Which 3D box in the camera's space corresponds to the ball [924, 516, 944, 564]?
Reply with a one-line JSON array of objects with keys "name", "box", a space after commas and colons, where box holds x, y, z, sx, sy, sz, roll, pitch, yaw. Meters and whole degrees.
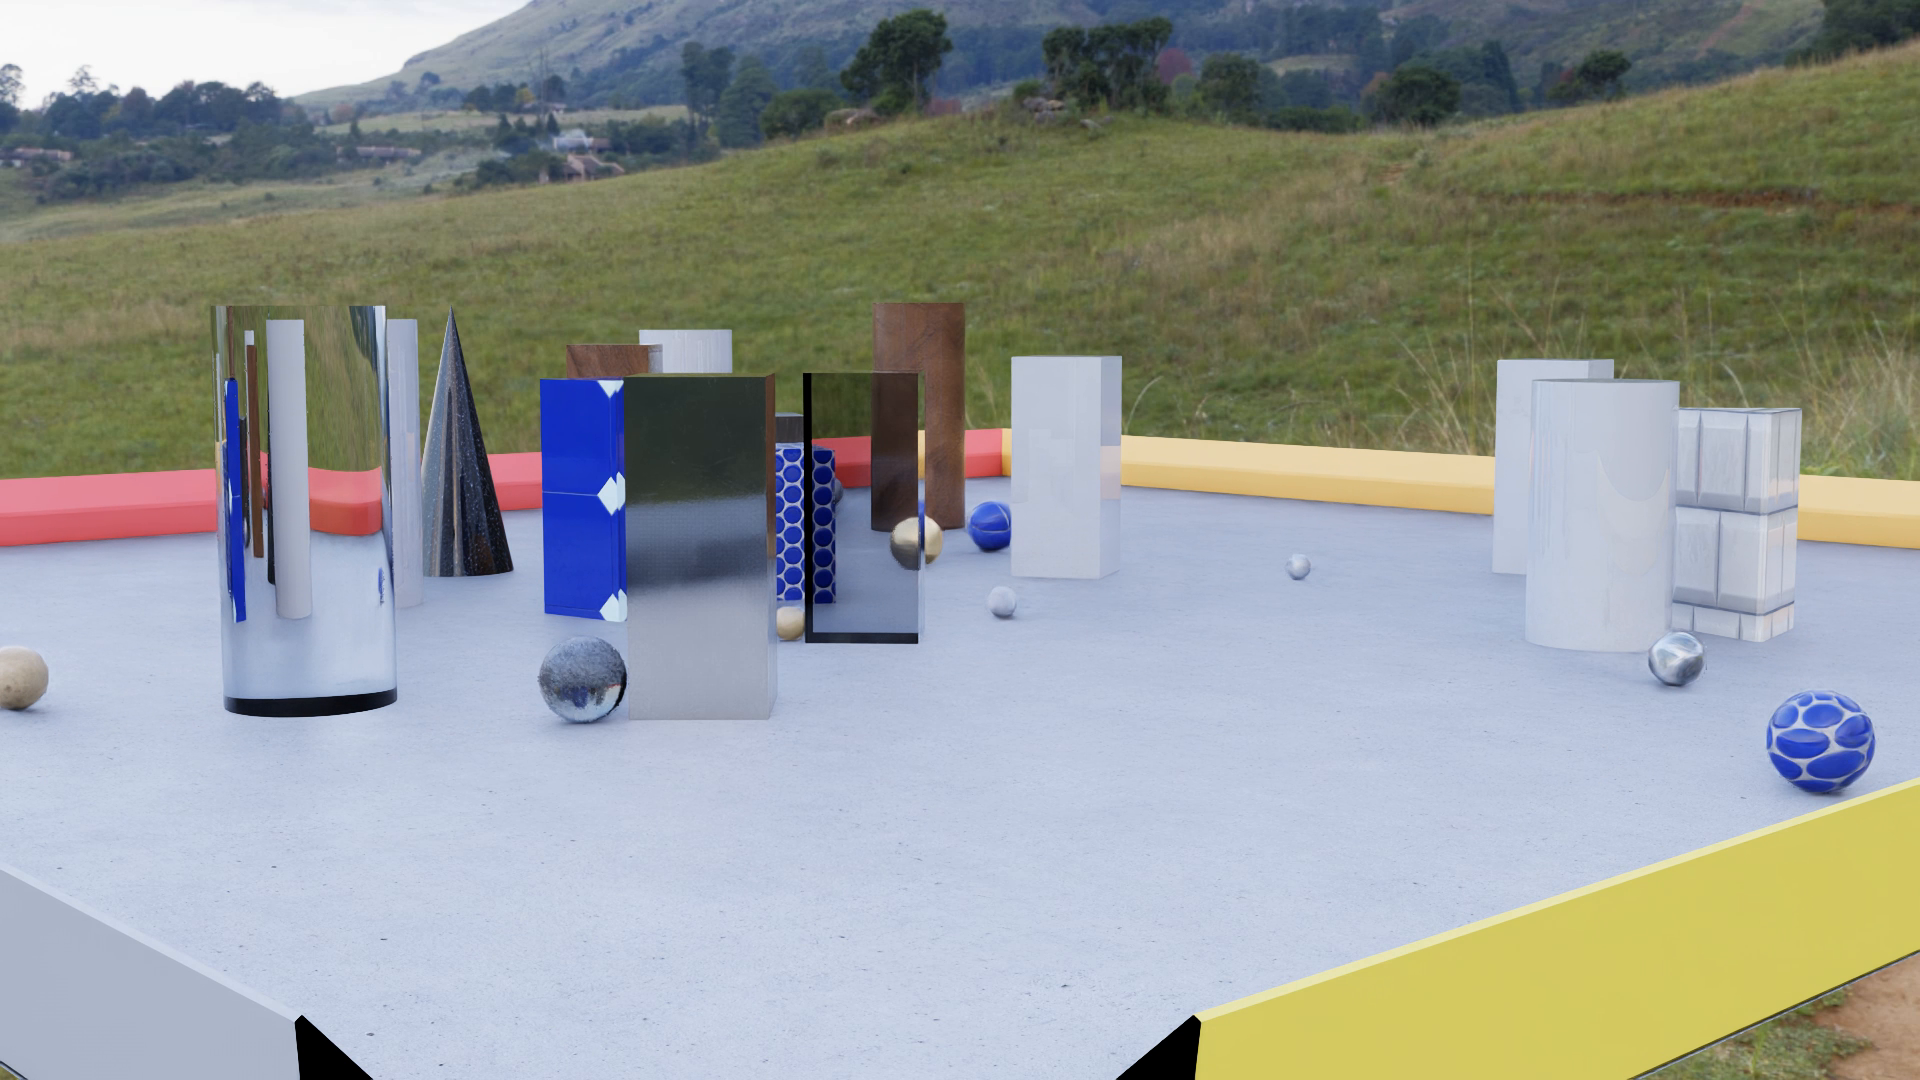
[{"name": "ball", "box": [-0.073, 0.000, 3.805, 0.089, 0.089, 0.089, 0, 6, 0]}]

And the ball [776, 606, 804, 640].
[{"name": "ball", "box": [-0.229, 0.111, 2.949, 0.047, 0.047, 0.047, 0, 6, 0]}]

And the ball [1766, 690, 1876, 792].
[{"name": "ball", "box": [0.793, 0.185, 2.027, 0.095, 0.095, 0.095, 0, 6, 0]}]

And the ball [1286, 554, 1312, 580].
[{"name": "ball", "box": [0.556, 0.044, 3.614, 0.042, 0.042, 0.042, 0, 6, 0]}]

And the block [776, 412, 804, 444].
[{"name": "block", "box": [-0.385, -0.125, 4.279, 0.151, 0.238, 0.151, -1, 6, -13]}]

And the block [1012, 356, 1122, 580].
[{"name": "block", "box": [0.180, -0.126, 3.692, 0.151, 0.364, 0.151, 2, 6, 17]}]

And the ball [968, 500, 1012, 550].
[{"name": "ball", "box": [0.059, -0.026, 4.038, 0.092, 0.092, 0.092, 0, 6, 0]}]

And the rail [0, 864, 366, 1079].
[{"name": "rail", "box": [-1.312, 0.159, 2.128, 0.045, 0.123, 3.587, -6, 8, -42]}]

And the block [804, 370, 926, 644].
[{"name": "block", "box": [-0.128, -0.049, 2.980, 0.151, 0.359, 0.151, 0, 6, 2]}]

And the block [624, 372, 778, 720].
[{"name": "block", "box": [-0.284, 0.003, 2.438, 0.151, 0.371, 0.151, 0, 6, -1]}]

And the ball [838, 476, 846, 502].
[{"name": "ball", "box": [-0.297, -0.115, 4.957, 0.075, 0.075, 0.075, 0, 6, 0]}]

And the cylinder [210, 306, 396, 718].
[{"name": "cylinder", "box": [-0.734, -0.038, 2.467, 0.189, 0.446, 0.189, 0, 6, 0]}]

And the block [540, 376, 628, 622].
[{"name": "block", "box": [-0.502, -0.065, 3.214, 0.151, 0.342, 0.151, 4, 7, 36]}]

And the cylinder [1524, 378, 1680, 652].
[{"name": "cylinder", "box": [0.855, -0.038, 2.931, 0.189, 0.348, 0.189, 0, 6, 0]}]

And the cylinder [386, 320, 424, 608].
[{"name": "cylinder", "box": [-0.907, -0.117, 3.305, 0.189, 0.427, 0.189, 0, 6, 0]}]

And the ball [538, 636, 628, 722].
[{"name": "ball", "box": [-0.406, 0.149, 2.365, 0.094, 0.094, 0.094, 0, 6, 0]}]

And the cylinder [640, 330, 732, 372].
[{"name": "cylinder", "box": [-0.563, -0.233, 4.531, 0.189, 0.399, 0.189, 0, 6, 0]}]

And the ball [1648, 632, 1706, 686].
[{"name": "ball", "box": [0.846, 0.140, 2.595, 0.065, 0.065, 0.065, 0, 6, 0]}]

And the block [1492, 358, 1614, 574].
[{"name": "block", "box": [1.002, -0.125, 3.714, 0.151, 0.357, 0.151, 4, 7, 32]}]

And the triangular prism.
[{"name": "triangular prism", "box": [1.056, -0.027, 3.029, 0.142, 0.306, 0.164, 4, 7, 34]}]

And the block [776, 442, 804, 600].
[{"name": "block", "box": [-0.278, -0.031, 3.417, 0.151, 0.231, 0.151, -2, 6, -15]}]

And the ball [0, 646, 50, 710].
[{"name": "ball", "box": [-1.050, 0.153, 2.442, 0.071, 0.071, 0.071, 0, 6, 0]}]

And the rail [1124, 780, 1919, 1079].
[{"name": "rail", "box": [1.200, 0.169, 2.039, 3.617, 0.123, 0.045, -6, 8, -42]}]

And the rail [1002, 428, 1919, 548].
[{"name": "rail", "box": [1.312, -0.095, 4.536, 0.045, 0.123, 3.587, -6, 8, -42]}]

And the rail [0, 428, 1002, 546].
[{"name": "rail", "box": [-1.200, -0.105, 4.626, 3.617, 0.123, 0.045, -6, 8, -42]}]

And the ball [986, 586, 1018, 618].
[{"name": "ball", "box": [0.060, 0.089, 3.173, 0.045, 0.045, 0.045, 0, 6, 0]}]

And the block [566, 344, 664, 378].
[{"name": "block", "box": [-0.642, -0.177, 4.113, 0.151, 0.377, 0.151, 0, 6, 2]}]

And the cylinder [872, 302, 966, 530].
[{"name": "cylinder", "box": [-0.083, -0.254, 4.472, 0.189, 0.454, 0.189, 0, 6, 0]}]

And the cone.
[{"name": "cone", "box": [-0.855, -0.173, 3.718, 0.189, 0.451, 0.189, 0, 6, 0]}]
